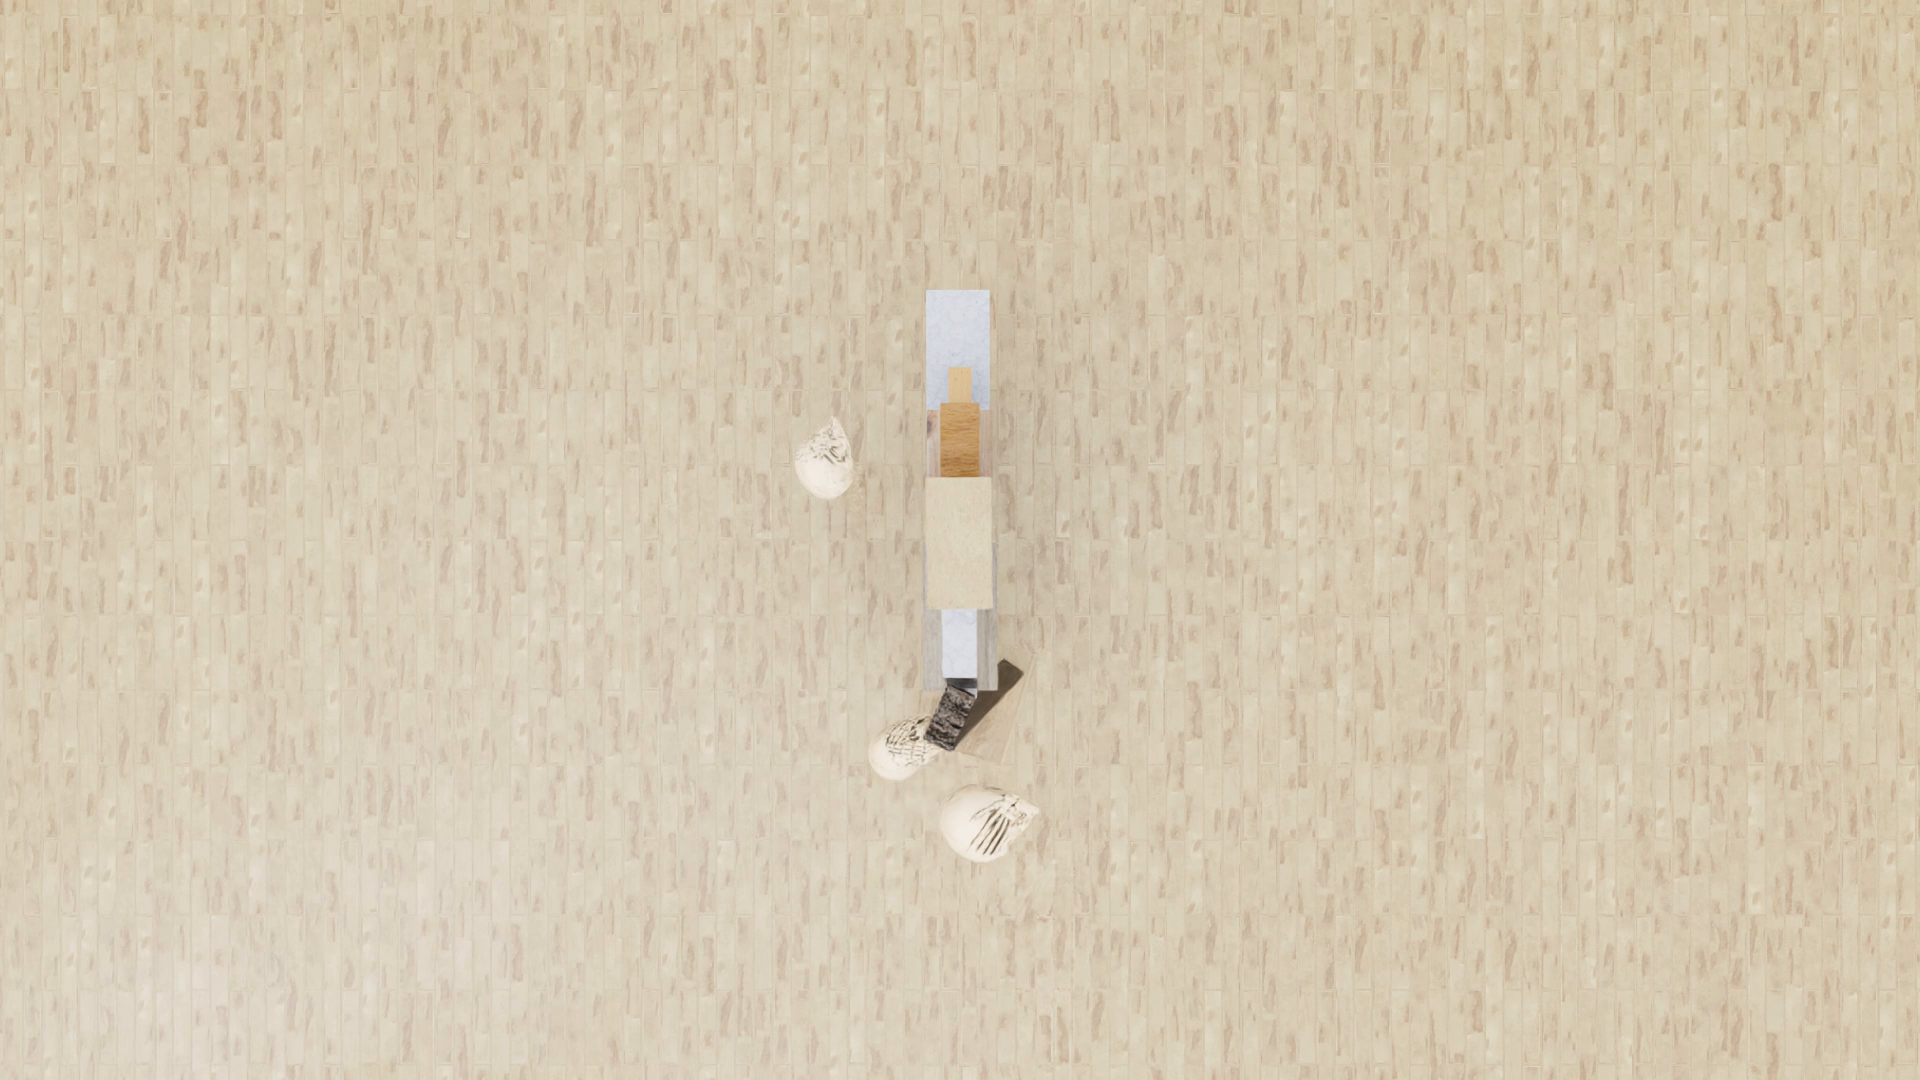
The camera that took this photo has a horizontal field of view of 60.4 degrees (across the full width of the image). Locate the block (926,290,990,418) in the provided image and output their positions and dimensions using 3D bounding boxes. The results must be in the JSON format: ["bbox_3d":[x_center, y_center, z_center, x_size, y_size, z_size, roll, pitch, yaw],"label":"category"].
[{"bbox_3d":[-0.005,-0.514,4.568,0.175,0.050,0.350,0,90,0],"label":"block"}]

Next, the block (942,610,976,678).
[{"bbox_3d":[-0.002,0.236,3.791,0.079,0.022,0.158,-1,90,0],"label":"block"}]

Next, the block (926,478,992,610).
[{"bbox_3d":[-0.002,0.007,3.649,0.145,0.041,0.290,0,90,0],"label":"block"}]

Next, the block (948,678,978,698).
[{"bbox_3d":[0.006,0.349,3.888,0.071,0.142,0.020,0,95,0],"label":"block"}]

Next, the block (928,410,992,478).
[{"bbox_3d":[-0.001,-0.168,4.262,0.168,0.048,0.336,0,90,0],"label":"block"}]

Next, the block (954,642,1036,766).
[{"bbox_3d":[0.087,0.449,4.596,0.161,0.046,0.321,18,86,-14],"label":"block"}]

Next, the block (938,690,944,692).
[{"bbox_3d":[0.004,0.331,5.187,0.146,0.041,0.292,0,90,0],"label":"block"}]

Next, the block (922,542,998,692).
[{"bbox_3d":[0.001,0.184,3.985,0.179,0.051,0.357,0,90,0],"label":"block"}]

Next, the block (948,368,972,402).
[{"bbox_3d":[0.000,-0.400,4.411,0.062,0.017,0.123,0,90,0],"label":"block"}]

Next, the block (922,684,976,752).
[{"bbox_3d":[-0.025,0.410,3.813,0.071,0.020,0.142,25,99,1],"label":"block"}]

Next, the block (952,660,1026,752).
[{"bbox_3d":[0.052,0.410,4.204,0.071,0.765,0.020,32,104,8],"label":"block"}]

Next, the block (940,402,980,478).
[{"bbox_3d":[0.000,-0.239,4.033,0.096,0.027,0.192,0,90,0],"label":"block"}]
